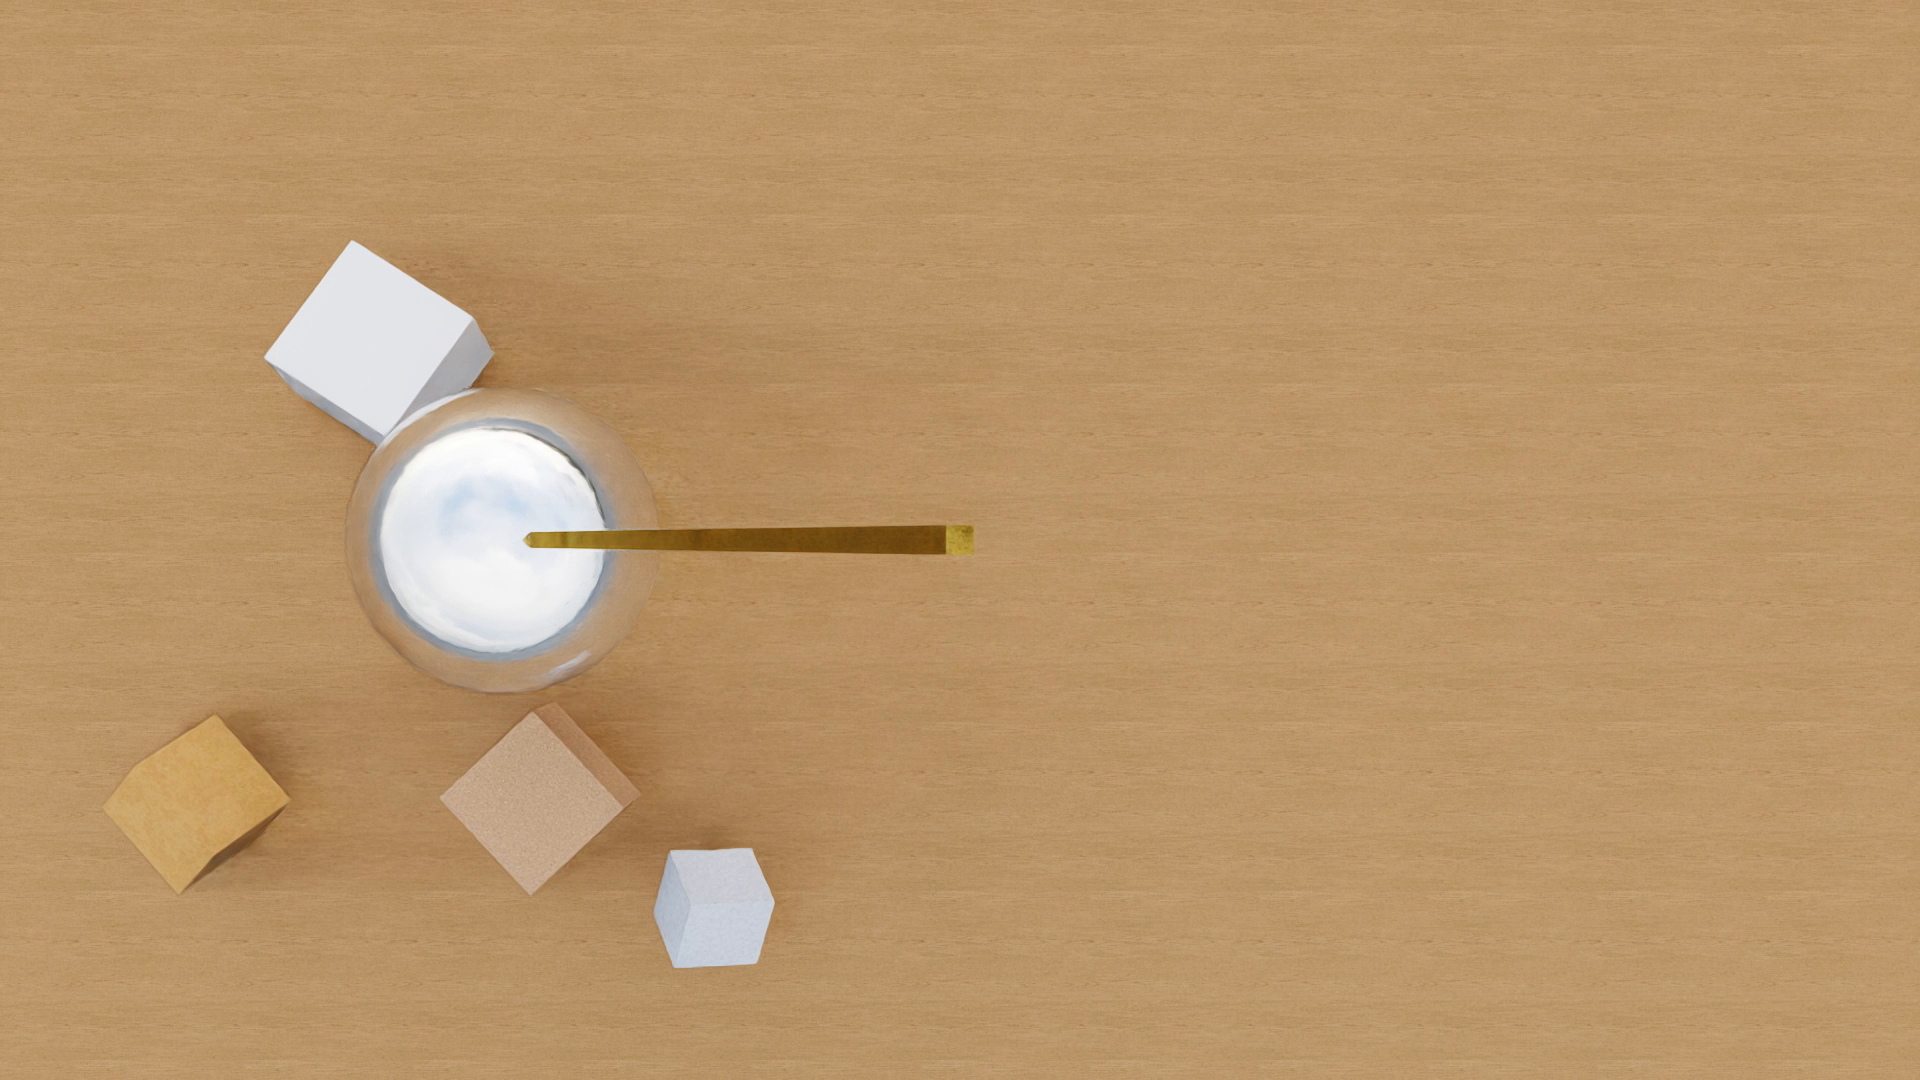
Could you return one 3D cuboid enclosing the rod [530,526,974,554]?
[{"bbox_3d":[-1.023,0.000,8.285,0.080,5.200,0.080,0,90,-23],"label":"rod"}]

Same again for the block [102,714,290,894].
[{"bbox_3d":[-4.368,1.511,12.600,0.661,0.610,0.521,49,128,0],"label":"block"}]

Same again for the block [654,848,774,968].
[{"bbox_3d":[-1.413,2.105,12.602,0.498,0.468,0.465,2,121,-26],"label":"block"}]

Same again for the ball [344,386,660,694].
[{"bbox_3d":[-2.361,0.000,11.411,1.600,1.600,1.600,0,90,0],"label":"ball"}]

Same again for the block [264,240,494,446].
[{"bbox_3d":[-3.293,-1.050,12.541,0.823,0.708,0.824,32,78,4],"label":"block"}]

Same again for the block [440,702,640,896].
[{"bbox_3d":[-2.399,1.473,12.654,0.716,0.692,0.749,-43,90,0],"label":"block"}]
